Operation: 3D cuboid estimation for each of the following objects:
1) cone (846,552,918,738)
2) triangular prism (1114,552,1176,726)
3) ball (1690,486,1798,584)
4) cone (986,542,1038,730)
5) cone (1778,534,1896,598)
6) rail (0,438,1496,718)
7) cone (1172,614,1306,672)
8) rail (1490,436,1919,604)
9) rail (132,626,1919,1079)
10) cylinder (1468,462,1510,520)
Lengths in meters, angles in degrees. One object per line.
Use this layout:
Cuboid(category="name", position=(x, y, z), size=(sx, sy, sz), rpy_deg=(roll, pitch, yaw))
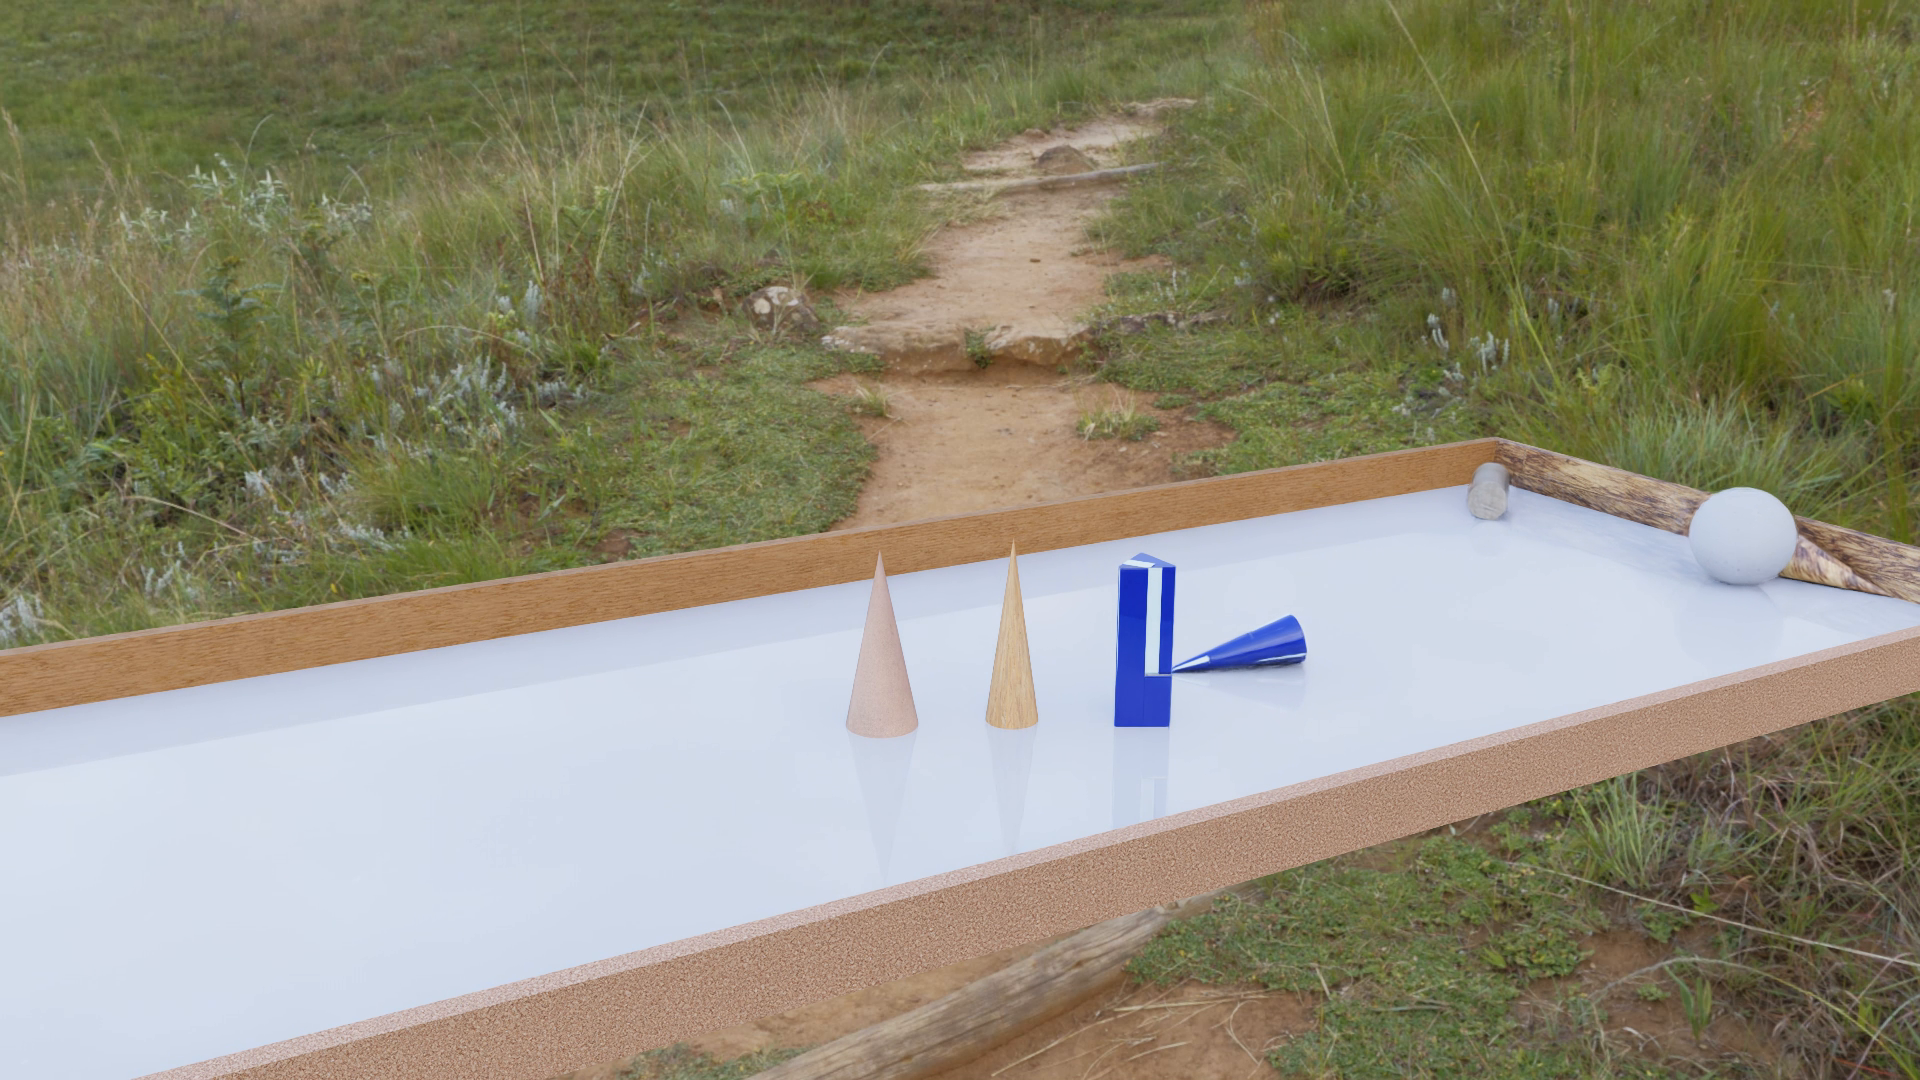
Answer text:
Cuboid(category="cone", position=(-0.183, 0.227, 3.822), size=(0.172, 0.429, 0.172), rpy_deg=(0, 16, 0))
Cuboid(category="triangular prism", position=(0.427, 0.233, 3.867), size=(0.129, 0.392, 0.112), rpy_deg=(0, 16, -1))
Cuboid(category="ball", position=(2.318, -0.013, 4.887), size=(0.289, 0.289, 0.289), rpy_deg=(0, 16, 0))
Cuboid(category="cone", position=(0.123, 0.209, 3.847), size=(0.126, 0.449, 0.126), rpy_deg=(0, 16, 0))
Cuboid(category="cone", position=(2.606, 0.107, 4.869), size=(0.138, 0.138, 0.320), rpy_deg=(-16, 35, -43))
Cuboid(category="rail", position=(-3.305, 0.497, 3.399), size=(12.000, 0.150, 0.050), rpy_deg=(-9, 18, -27))
Cuboid(category="cone", position=(0.683, 0.297, 4.229), size=(0.384, 0.129, 0.129), rpy_deg=(-13, 19, -11))
Cuboid(category="rail", position=(2.466, -0.048, 5.253), size=(0.050, 0.150, 2.100), rpy_deg=(-9, 18, -27))
Cuboid(category="rail", position=(-2.336, 1.006, 1.665), size=(12.000, 0.150, 0.050), rpy_deg=(-9, 18, -27))
Cuboid(category="cylinder", position=(1.833, -0.171, 5.708), size=(0.129, 0.129, 0.309), rpy_deg=(6, 17, 19))
